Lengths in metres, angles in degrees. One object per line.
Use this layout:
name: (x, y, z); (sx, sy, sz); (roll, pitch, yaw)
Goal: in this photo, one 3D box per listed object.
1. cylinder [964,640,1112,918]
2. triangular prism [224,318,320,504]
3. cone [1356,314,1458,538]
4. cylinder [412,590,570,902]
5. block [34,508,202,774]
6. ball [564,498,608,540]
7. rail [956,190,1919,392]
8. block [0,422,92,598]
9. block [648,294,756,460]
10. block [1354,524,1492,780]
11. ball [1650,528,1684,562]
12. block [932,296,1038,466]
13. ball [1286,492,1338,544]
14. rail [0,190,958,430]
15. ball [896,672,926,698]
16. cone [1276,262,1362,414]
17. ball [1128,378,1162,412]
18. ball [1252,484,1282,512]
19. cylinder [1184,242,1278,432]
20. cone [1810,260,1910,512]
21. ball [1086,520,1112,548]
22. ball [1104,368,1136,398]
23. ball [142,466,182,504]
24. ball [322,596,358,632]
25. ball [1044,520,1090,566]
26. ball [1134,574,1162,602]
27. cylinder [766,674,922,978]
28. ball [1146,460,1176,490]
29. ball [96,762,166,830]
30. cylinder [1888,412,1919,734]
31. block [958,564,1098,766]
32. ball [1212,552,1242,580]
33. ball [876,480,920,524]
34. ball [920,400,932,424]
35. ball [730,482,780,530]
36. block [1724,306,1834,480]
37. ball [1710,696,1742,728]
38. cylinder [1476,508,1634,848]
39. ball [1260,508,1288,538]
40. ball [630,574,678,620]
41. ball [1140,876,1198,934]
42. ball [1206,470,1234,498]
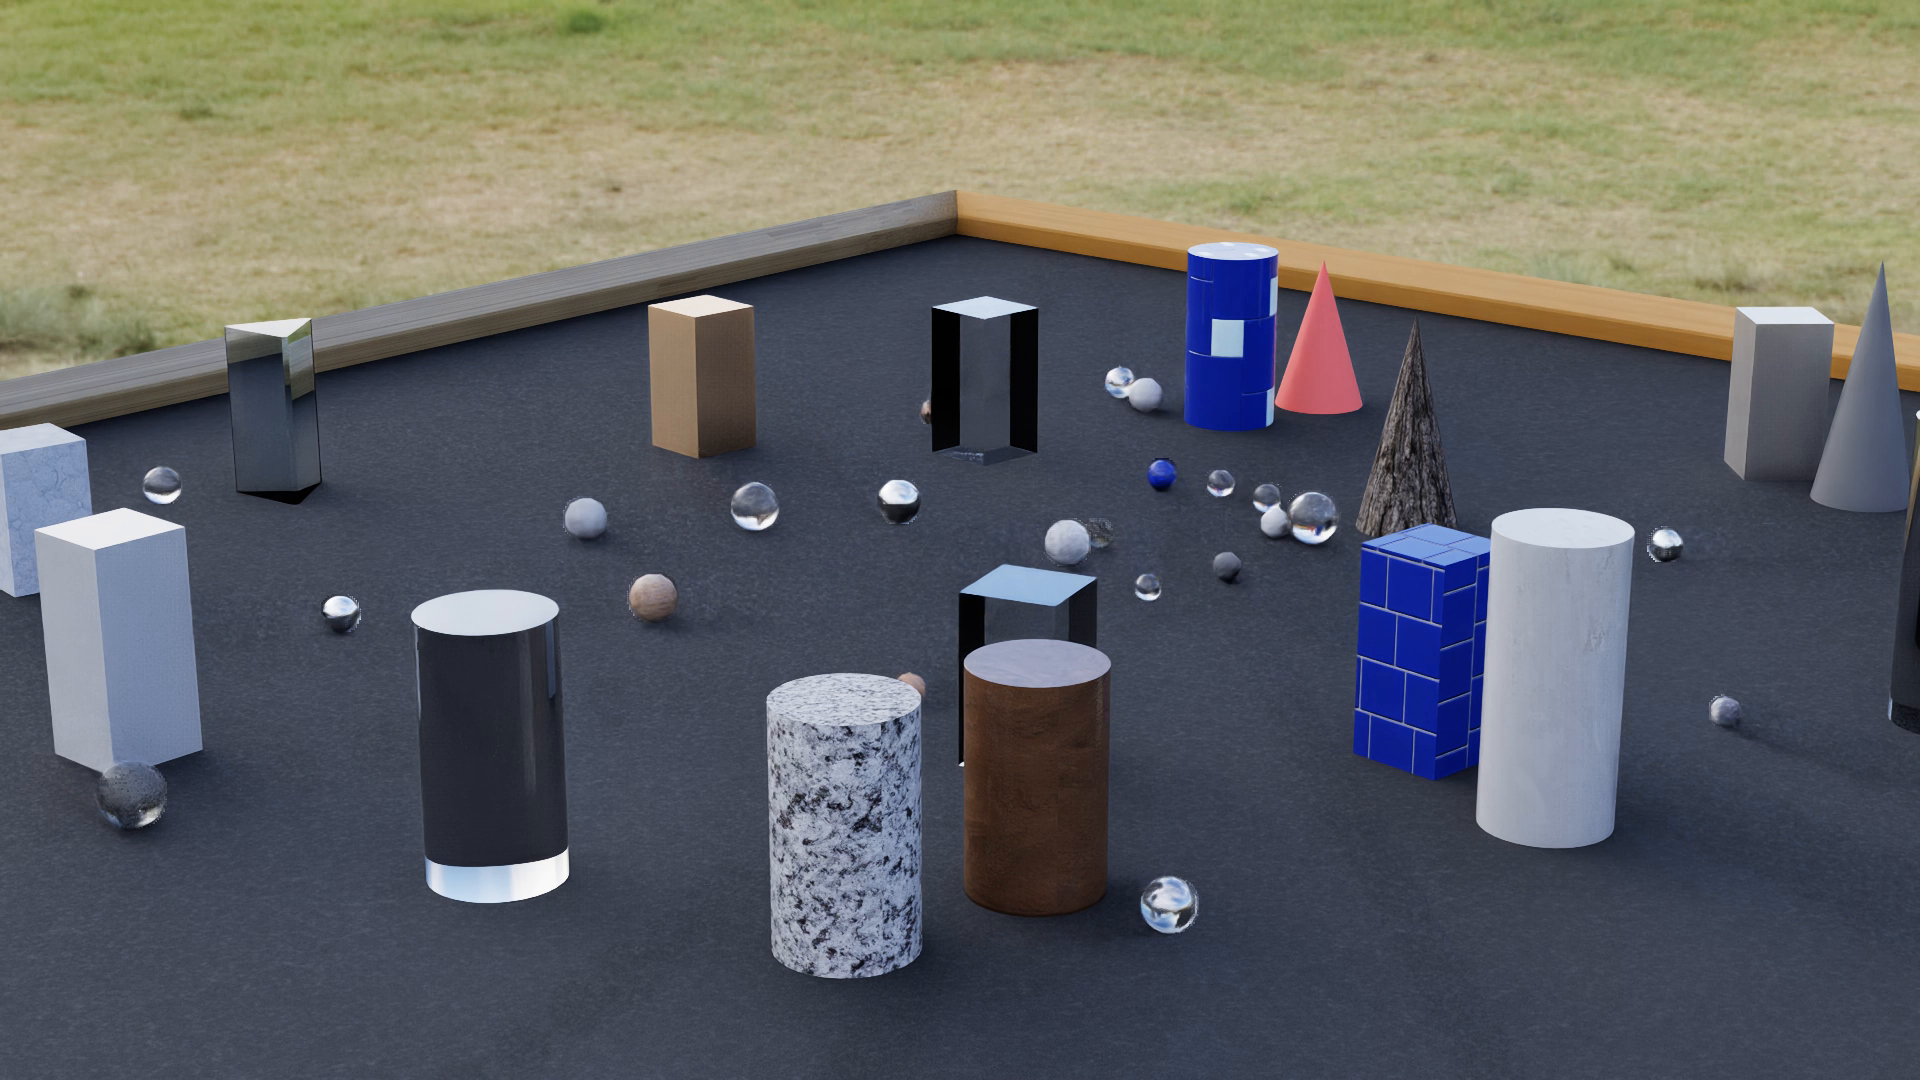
cylinder: (0.101, 0.312, 3.861); (0.192, 0.317, 0.192); (0, 17, 0)
triangular prism: (-1.311, -0.258, 5.722); (0.166, 0.332, 0.144); (11, 20, 33)
cone: (0.842, -0.221, 5.466); (0.192, 0.411, 0.192); (0, 17, 0)
cylinder: (-0.623, 0.272, 3.898); (0.192, 0.371, 0.192); (0, 17, 0)
block: (-1.245, 0.150, 4.343); (0.153, 0.349, 0.153); (14, 22, 39)
ball: (-0.693, -0.039, 5.437); (0.078, 0.078, 0.078); (0, 17, 0)
rail: (1.628, -0.511, 6.915); (4.380, 0.125, 0.045); (14, 22, 39)
block: (-1.638, -0.055, 5.177); (0.153, 0.258, 0.153); (-14, 22, -38)
block: (-0.531, -0.338, 6.051); (0.153, 0.296, 0.153); (-15, 23, -41)
block: (0.697, 0.163, 4.335); (0.153, 0.329, 0.153); (-15, 22, -40)
ball: (1.278, 0.010, 5.307); (0.060, 0.060, 0.060); (0, 17, 0)
block: (0.051, -0.326, 5.995); (0.153, 0.305, 0.153); (-15, 23, -41)
ball: (0.650, -0.040, 5.411); (0.096, 0.096, 0.096); (0, 17, 0)
rail: (-1.636, -0.379, 6.480); (0.045, 0.125, 5.012); (14, 22, 39)
ball: (-0.080, 0.234, 4.579); (0.052, 0.052, 0.052); (0, 17, 0)
cone: (0.787, -0.454, 6.390); (0.192, 0.322, 0.192); (0, 17, 0)
ball: (0.402, -0.315, 6.356); (0.074, 0.074, 0.074); (0, 17, 0)
ball: (0.588, -0.080, 5.612); (0.056, 0.056, 0.056); (0, 17, 0)
cylinder: (0.577, -0.434, 6.245); (0.192, 0.368, 0.192); (0, 17, 0)
cone: (1.754, -0.307, 5.640); (0.192, 0.474, 0.192); (0, 17, 0)
ball: (0.254, -0.011, 5.390); (0.052, 0.052, 0.052); (0, 17, 0)
ball: (0.354, -0.347, 6.474); (0.069, 0.069, 0.069); (0, 17, 0)
ball: (-1.541, -0.105, 5.664); (0.073, 0.073, 0.073); (0, 17, 0)
ball: (-1.042, 0.124, 4.929); (0.061, 0.061, 0.061); (0, 17, 0)
ball: (0.194, 0.004, 5.287); (0.082, 0.082, 0.082); (0, 17, 0)
ball: (0.326, 0.082, 5.089); (0.047, 0.047, 0.047); (0, 17, 0)
cylinder: (-0.144, 0.357, 3.683); (0.192, 0.334, 0.192); (0, 17, 0)
ball: (0.397, -0.128, 5.767); (0.058, 0.058, 0.058); (0, 17, 0)
ball: (-1.159, 0.357, 4.098); (0.095, 0.095, 0.095); (0, 17, 0)
cylinder: (1.531, 0.049, 4.454); (0.192, 0.479, 0.192); (0, 17, 0)
block: (0.101, 0.194, 4.334); (0.153, 0.269, 0.153); (8, 19, 25)
ball: (0.474, 0.046, 5.203); (0.050, 0.050, 0.050); (0, 17, 0)
ball: (-0.116, -0.073, 5.540); (0.083, 0.083, 0.083); (0, 17, 0)
ball: (-0.058, -0.274, 6.257); (0.053, 0.053, 0.053); (0, 17, 0)
ball: (-0.384, -0.062, 5.492); (0.091, 0.091, 0.091); (0, 17, 0)
block: (1.636, -0.293, 5.862); (0.153, 0.319, 0.153); (0, 17, -1)
ball: (1.172, 0.264, 4.489); (0.047, 0.047, 0.047); (0, 17, 0)
cylinder: (0.823, 0.190, 4.066); (0.192, 0.432, 0.192); (0, 17, 0)
ball: (0.587, -0.032, 5.451); (0.056, 0.056, 0.056); (0, 17, 0)
ball: (-0.521, 0.097, 4.981); (0.081, 0.081, 0.081); (0, 17, 0)
ball: (0.268, 0.469, 3.765); (0.073, 0.073, 0.073); (0, 17, 0)
ball: (0.508, -0.111, 5.715); (0.054, 0.054, 0.054); (0, 17, 0)
